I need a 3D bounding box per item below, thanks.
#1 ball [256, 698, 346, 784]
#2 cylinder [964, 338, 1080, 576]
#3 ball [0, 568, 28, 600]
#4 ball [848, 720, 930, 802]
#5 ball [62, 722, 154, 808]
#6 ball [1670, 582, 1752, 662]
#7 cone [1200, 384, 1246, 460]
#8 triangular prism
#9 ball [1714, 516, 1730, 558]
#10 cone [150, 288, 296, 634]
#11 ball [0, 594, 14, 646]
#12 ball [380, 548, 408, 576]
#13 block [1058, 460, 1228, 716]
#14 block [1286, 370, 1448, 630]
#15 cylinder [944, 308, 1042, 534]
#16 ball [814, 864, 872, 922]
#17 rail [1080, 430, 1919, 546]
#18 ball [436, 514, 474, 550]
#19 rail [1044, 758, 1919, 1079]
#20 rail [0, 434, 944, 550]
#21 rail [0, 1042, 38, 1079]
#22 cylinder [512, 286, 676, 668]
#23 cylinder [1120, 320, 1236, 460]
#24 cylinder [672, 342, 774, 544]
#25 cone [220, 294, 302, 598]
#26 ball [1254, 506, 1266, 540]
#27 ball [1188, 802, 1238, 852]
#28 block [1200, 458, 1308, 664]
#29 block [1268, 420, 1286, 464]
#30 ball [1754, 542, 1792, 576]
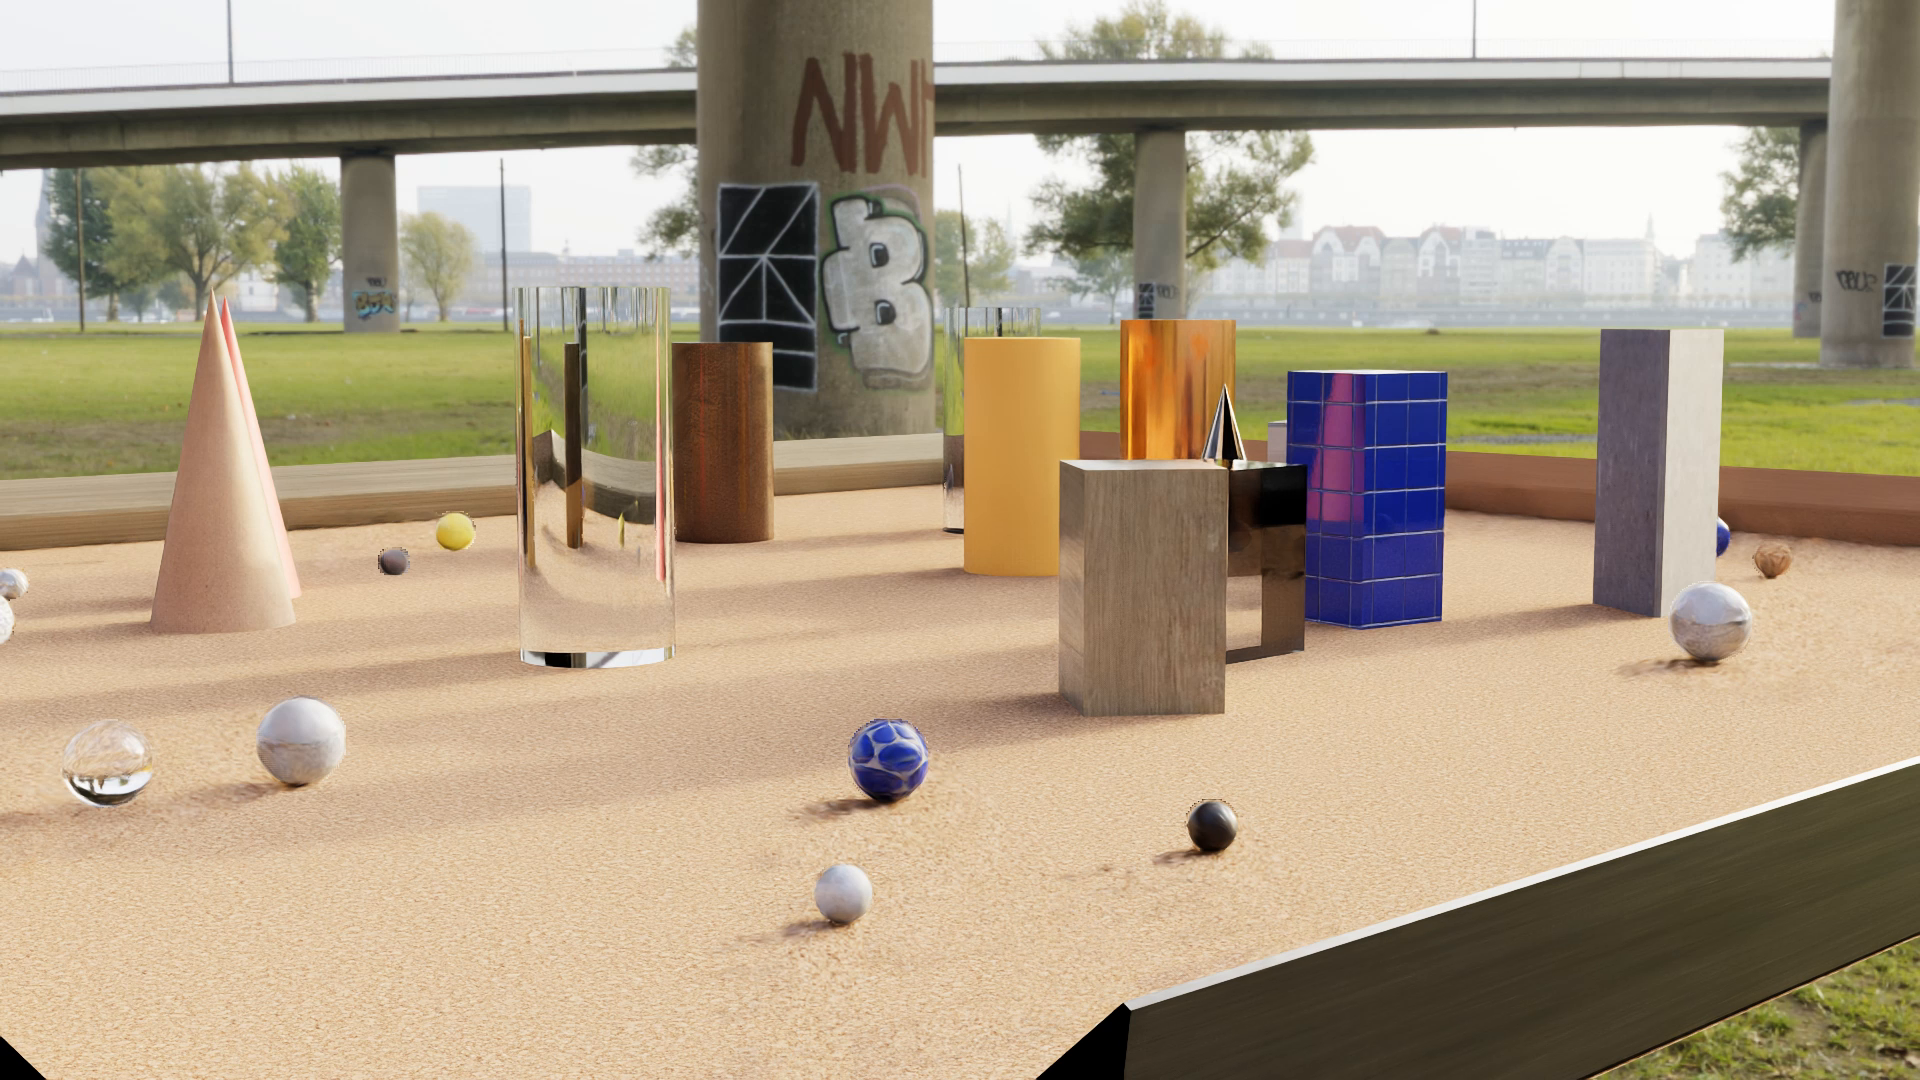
[{"bbox_3d":[-0.622,0.190,2.075,0.081,0.081,0.081,0,6,0],"label":"ball"},{"bbox_3d":[0.106,-0.147,3.779,0.200,0.399,0.200,0,6,0],"label":"cylinder"},{"bbox_3d":[-1.470,0.068,3.406,0.048,0.048,0.048,0,6,0],"label":"ball"},{"bbox_3d":[-0.065,0.201,2.004,0.073,0.073,0.073,0,6,0],"label":"ball"},{"bbox_3d":[-0.766,0.202,1.978,0.077,0.077,0.077,0,6,0],"label":"ball"},{"bbox_3d":[0.958,0.105,2.806,0.100,0.100,0.100,0,6,0],"label":"ball"},{"bbox_3d":[0.415,-0.082,3.470,0.200,0.334,0.200,0,6,0],"label":"cone"},{"bbox_3d":[1.024,-0.106,3.295,0.150,0.418,0.173,6,8,45],"label":"triangular prism"},{"bbox_3d":[1.334,-0.005,3.937,0.085,0.085,0.085,0,6,0],"label":"ball"},{"bbox_3d":[-1.054,-0.120,3.121,0.200,0.481,0.200,0,6,0],"label":"cone"},{"bbox_3d":[-1.276,0.105,2.852,0.089,0.089,0.089,0,6,0],"label":"ball"},{"bbox_3d":[-0.954,0.038,3.711,0.046,0.046,0.046,0,6,0],"label":"ball"},{"bbox_3d":[0.205,0.050,2.496,0.160,0.272,0.160,-1,6,-7],"label":"block"},{"bbox_3d":[0.584,-0.063,3.173,0.160,0.358,0.160,-4,7,-34],"label":"block"},{"bbox_3d":[0.065,-0.244,4.457,0.200,0.451,0.200,0,6,0],"label":"cylinder"},{"bbox_3d":[-0.085,0.258,1.606,0.042,0.042,0.042,0,6,0],"label":"ball"},{"bbox_3d":[1.394,-0.099,4.611,0.045,0.130,3.542,-5,8,-42],"label":"rail"},{"bbox_3d":[-0.941,-0.015,4.094,0.071,0.071,0.071,0,6,0],"label":"ball"},{"bbox_3d":[1.185,0.167,2.055,3.840,0.130,0.045,-5,8,-42],"label":"rail"},{"bbox_3d":[-1.185,-0.099,4.609,3.840,0.130,0.045,-5,8,-42],"label":"rail"},{"bbox_3d":[-1.394,0.167,2.053,0.045,0.130,3.542,-5,8,-42],"label":"rail"},{"bbox_3d":[-0.469,-0.086,2.826,0.200,0.475,0.200,0,6,0],"label":"cylinder"},{"bbox_3d":[0.378,-0.168,3.835,0.200,0.430,0.200,0,6,0],"label":"cylinder"},{"bbox_3d":[-0.465,-0.194,4.302,0.200,0.384,0.200,0,6,0],"label":"cylinder"},{"bbox_3d":[-1.134,-0.145,3.416,0.200,0.470,0.200,0,6,0],"label":"cone"},{"bbox_3d":[0.605,-0.033,4.249,0.075,0.075,0.075,0,6,0],"label":"ball"},{"bbox_3d":[0.209,0.237,1.817,0.042,0.042,0.042,0,6,0],"label":"ball"},{"bbox_3d":[0.339,0.024,2.878,0.160,0.246,0.160,-6,8,-43],"label":"block"},{"bbox_3d":[0.639,-0.081,3.843,0.160,0.253,0.160,3,7,27],"label":"block"},{"bbox_3d":[1.370,0.031,3.706,0.059,0.059,0.059,0,6,0],"label":"ball"}]
